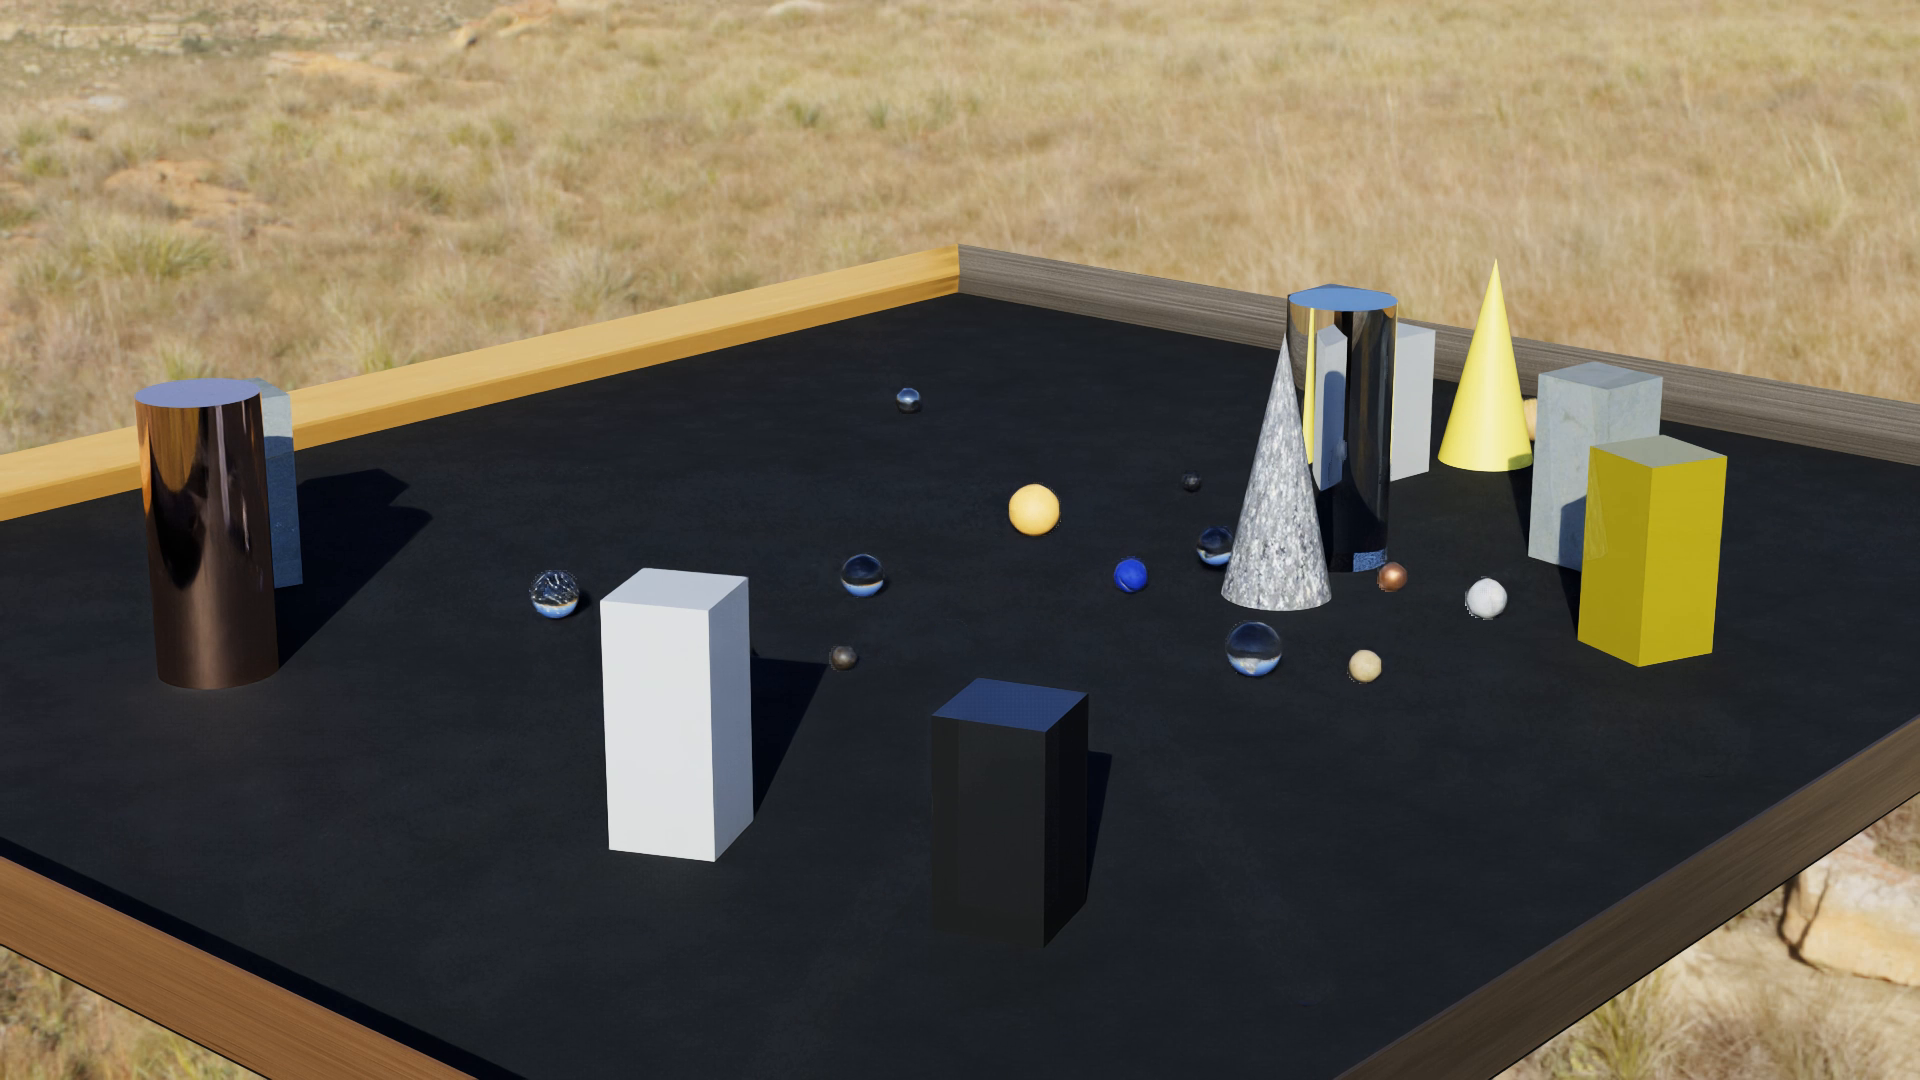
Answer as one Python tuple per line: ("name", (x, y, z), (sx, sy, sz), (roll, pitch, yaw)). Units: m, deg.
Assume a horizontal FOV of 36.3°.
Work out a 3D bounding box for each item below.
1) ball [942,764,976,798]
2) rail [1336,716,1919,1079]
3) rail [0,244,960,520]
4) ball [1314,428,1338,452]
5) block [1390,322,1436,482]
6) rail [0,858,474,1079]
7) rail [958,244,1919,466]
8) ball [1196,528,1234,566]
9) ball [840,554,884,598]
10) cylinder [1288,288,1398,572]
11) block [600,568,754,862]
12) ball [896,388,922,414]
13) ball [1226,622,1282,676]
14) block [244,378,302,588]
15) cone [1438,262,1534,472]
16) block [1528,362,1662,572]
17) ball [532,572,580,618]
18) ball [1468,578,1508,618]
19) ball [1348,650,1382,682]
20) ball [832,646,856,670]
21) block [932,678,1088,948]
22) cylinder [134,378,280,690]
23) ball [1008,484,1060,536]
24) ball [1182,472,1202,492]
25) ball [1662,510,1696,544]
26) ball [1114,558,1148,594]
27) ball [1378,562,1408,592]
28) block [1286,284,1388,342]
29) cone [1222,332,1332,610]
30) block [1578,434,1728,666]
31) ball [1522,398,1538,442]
("ball", (-0.001, 0.347, 4.213), (0.048, 0.048, 0.048), (0, 17, 0))
("rail", (1.240, 0.342, 4.090), (0.045, 0.125, 3.819), (14, 22, 39))
("rail", (-1.240, -0.280, 6.151), (0.045, 0.125, 3.819), (14, 22, 39))
("ball", (0.731, -0.200, 5.857), (0.048, 0.048, 0.048), (0, 17, 0))
("block", (0.835, -0.279, 5.869), (0.154, 0.290, 0.154), (-14, 22, -39))
("rail", (-1.236, 0.443, 3.757), (3.332, 0.125, 0.045), (14, 22, 39))
("rail", (1.236, -0.380, 6.484), (3.332, 0.125, 0.045), (14, 22, 39))
("ball", (0.455, 0.012, 5.210), (0.069, 0.069, 0.069), (0, 17, 0))
("ball", (-0.170, 0.062, 5.107), (0.076, 0.076, 0.076), (0, 17, 0))
("cylinder", (0.681, -0.198, 5.274), (0.193, 0.478, 0.193), (0, 17, 0))
("block", (-0.387, 0.238, 4.033), (0.154, 0.360, 0.154), (5, 17, 15))
("ball", (-0.111, -0.301, 6.345), (0.056, 0.056, 0.056), (0, 17, 0))
("ball", (0.472, 0.175, 4.710), (0.089, 0.089, 0.089), (0, 17, 0))
("block", (-1.269, -0.094, 5.161), (0.154, 0.344, 0.154), (-11, 20, -31))
("cone", (1.074, -0.366, 5.936), (0.193, 0.417, 0.193), (0, 17, 0))
("block", (1.145, -0.131, 5.287), (0.154, 0.341, 0.154), (-13, 21, -37))
("ball", (-0.689, 0.094, 4.995), (0.081, 0.081, 0.081), (0, 17, 0))
("ball", (0.898, 0.100, 4.997), (0.067, 0.067, 0.067), (0, 17, 0))
("ball", (0.648, 0.202, 4.685), (0.053, 0.053, 0.053), (0, 17, 0))
("ball", (-0.188, 0.191, 4.740), (0.041, 0.041, 0.041), (0, 17, 0))
("block", (0.065, 0.349, 3.780), (0.154, 0.293, 0.154), (7, 18, 22))
("cylinder", (-1.200, -0.011, 4.684), (0.193, 0.461, 0.193), (0, 17, 0))
("ball", (0.138, -0.056, 5.462), (0.096, 0.096, 0.096), (0, 17, 0))
("ball", (0.456, -0.115, 5.756), (0.040, 0.040, 0.040), (0, 17, 0))
("ball", (1.330, -0.024, 5.421), (0.060, 0.060, 0.060), (0, 17, 0))
("ball", (0.299, 0.063, 5.132), (0.060, 0.060, 0.060), (0, 17, 0))
("ball", (0.760, 0.065, 5.143), (0.051, 0.051, 0.051), (0, 17, 0))
("block", (0.798, -0.381, 6.212), (0.154, 0.286, 0.154), (15, 22, 40))
("cone", (0.554, -0.131, 5.067), (0.193, 0.469, 0.193), (0, 17, 0))
("block", (1.134, 0.016, 4.812), (0.154, 0.335, 0.154), (-9, 19, -26))
("ball", (1.202, -0.251, 6.119), (0.090, 0.090, 0.090), (0, 17, 0))
